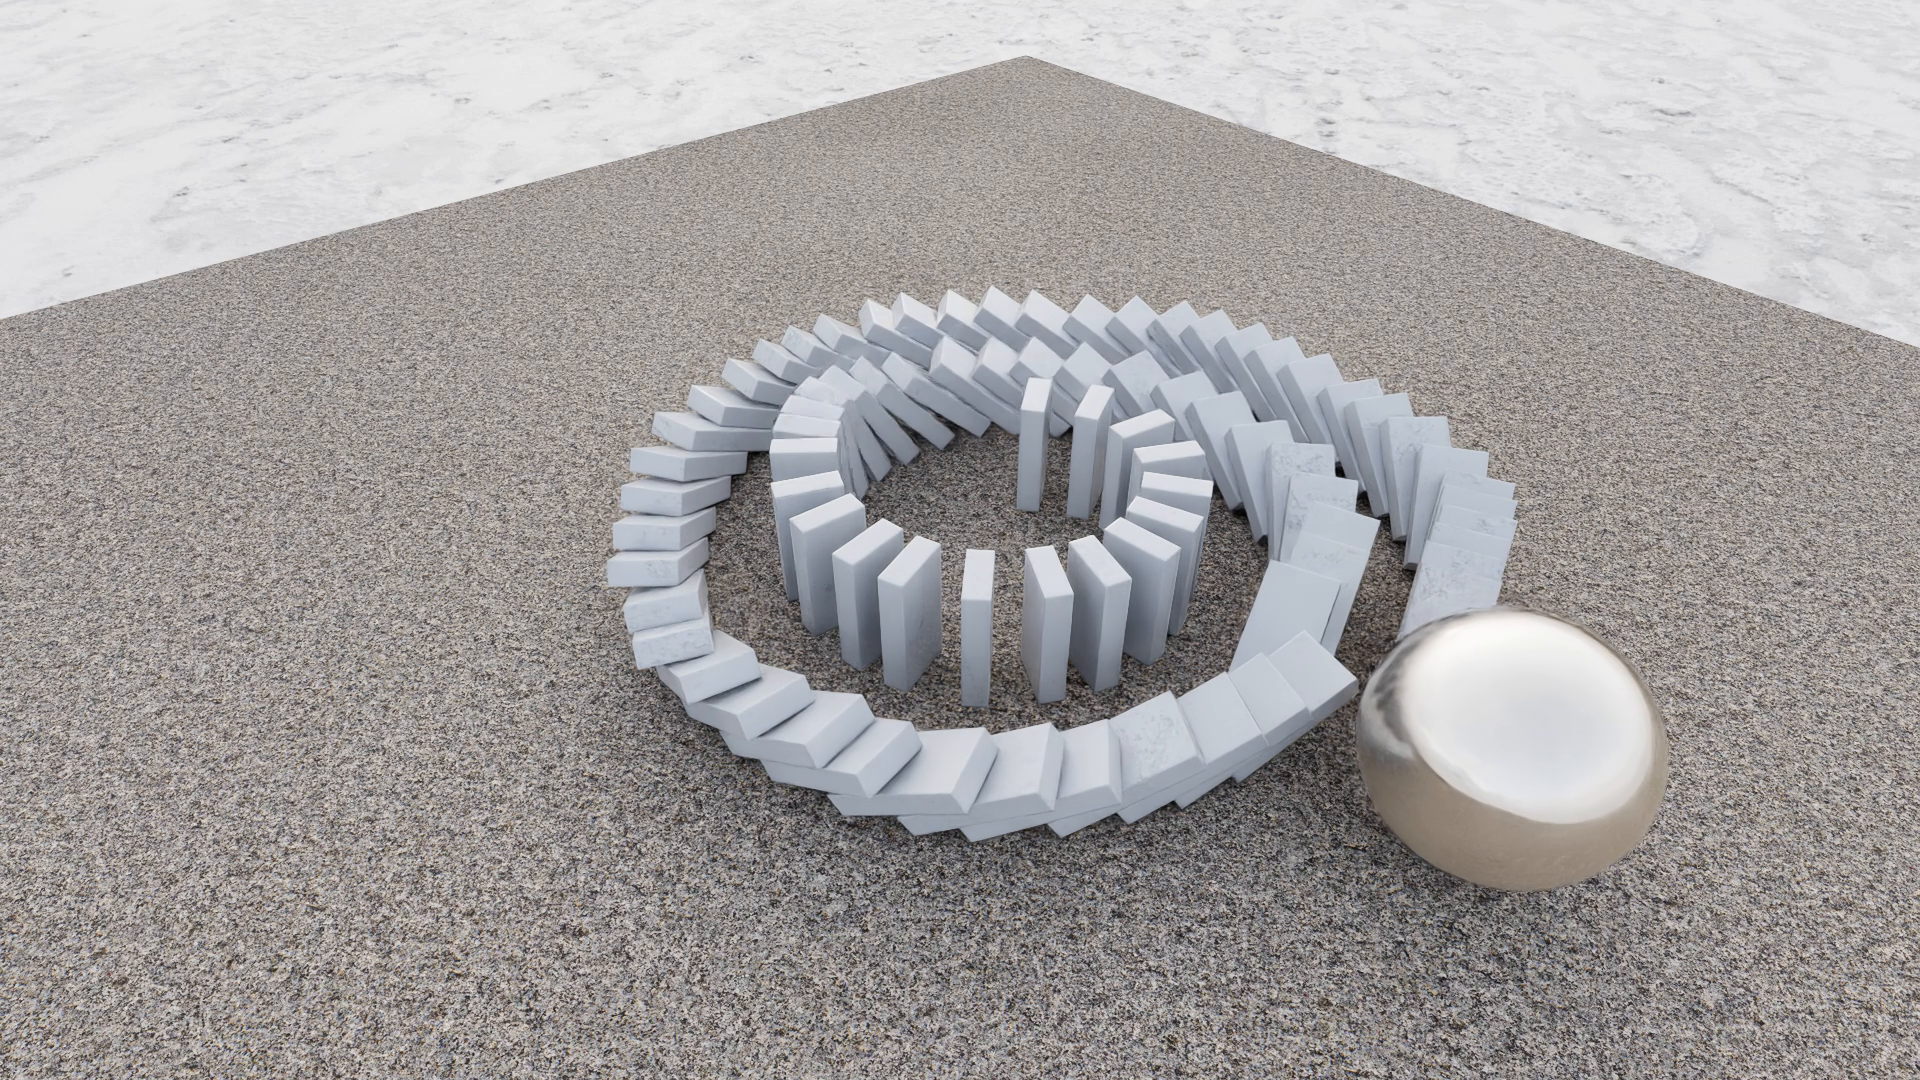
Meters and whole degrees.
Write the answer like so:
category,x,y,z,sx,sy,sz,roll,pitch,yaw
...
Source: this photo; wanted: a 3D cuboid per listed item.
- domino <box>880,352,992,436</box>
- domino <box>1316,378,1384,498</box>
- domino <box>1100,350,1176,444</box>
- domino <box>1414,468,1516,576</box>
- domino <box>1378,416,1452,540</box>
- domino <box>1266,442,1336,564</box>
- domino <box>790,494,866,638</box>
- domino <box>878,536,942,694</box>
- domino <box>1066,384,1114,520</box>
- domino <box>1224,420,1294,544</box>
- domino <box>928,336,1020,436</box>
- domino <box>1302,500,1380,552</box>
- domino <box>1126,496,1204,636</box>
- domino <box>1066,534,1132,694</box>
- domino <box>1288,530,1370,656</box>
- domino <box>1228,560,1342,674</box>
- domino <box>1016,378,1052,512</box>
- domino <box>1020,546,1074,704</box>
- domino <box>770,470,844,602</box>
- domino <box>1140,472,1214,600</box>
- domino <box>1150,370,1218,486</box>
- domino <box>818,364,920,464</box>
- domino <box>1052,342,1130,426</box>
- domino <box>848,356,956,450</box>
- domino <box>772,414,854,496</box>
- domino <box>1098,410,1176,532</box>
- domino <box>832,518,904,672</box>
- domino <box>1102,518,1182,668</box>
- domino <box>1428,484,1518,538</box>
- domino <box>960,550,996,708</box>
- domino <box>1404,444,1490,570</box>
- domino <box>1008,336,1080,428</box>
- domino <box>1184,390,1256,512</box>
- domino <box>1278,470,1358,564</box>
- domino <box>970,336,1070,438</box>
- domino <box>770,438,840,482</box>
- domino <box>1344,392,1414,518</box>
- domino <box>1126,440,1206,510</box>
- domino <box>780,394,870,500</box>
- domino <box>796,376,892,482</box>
category,x,y,z,sx,sy,sz,roll,pitch,yaw
domino,-0.010,-0.066,0.498,0.050,0.010,0.025,26,17,-41
domino,0.176,-0.044,0.478,0.025,0.010,0.050,-10,72,-12
domino,0.089,-0.060,0.498,0.025,0.009,0.050,-30,79,-31
domino,0.192,0.000,0.421,0.025,0.009,0.050,16,79,18
domino,0.189,-0.025,0.452,0.025,0.010,0.050,-1,77,-3
domino,0.136,-0.014,0.439,0.025,0.010,0.050,3,73,1
domino,-0.046,0.010,0.400,0.025,0.050,0.009,-25,46,-27
domino,-0.017,0.026,0.380,0.009,0.050,0.025,19,43,22
domino,0.054,-0.036,0.455,0.010,0.050,0.025,14,41,16
domino,0.129,-0.025,0.456,0.025,0.010,0.050,-7,67,-9
domino,0.010,-0.071,0.508,0.050,0.010,0.025,32,35,-19
domino,0.135,0.013,0.408,0.025,0.010,0.050,19,75,19
domino,0.071,0.010,0.399,0.025,0.050,0.009,19,43,22
domino,0.046,0.026,0.380,0.009,0.050,0.025,-16,42,-19
domino,0.126,0.024,0.394,0.025,0.009,0.050,19,74,21
domino,0.112,0.034,0.383,0.025,0.010,0.050,19,73,21
domino,0.031,-0.039,0.460,0.010,0.050,0.025,7,40,8
domino,0.029,0.030,0.375,0.010,0.050,0.025,-8,40,-9
domino,-0.055,-0.001,0.413,0.025,0.050,0.010,-12,41,-14
domino,0.078,-0.001,0.413,0.025,0.050,0.009,9,40,11
domino,0.107,-0.049,0.485,0.025,0.009,0.050,-19,71,-21
domino,-0.039,-0.054,0.480,0.009,0.050,0.025,-48,53,-4
domino,0.068,-0.066,0.504,0.050,0.010,0.025,43,47,-2
domino,-0.026,-0.061,0.490,0.010,0.050,0.025,-49,47,7
domino,-0.058,-0.029,0.446,0.025,0.050,0.010,8,52,10
domino,0.071,-0.026,0.443,0.025,0.050,0.009,-20,44,-23
domino,-0.031,0.020,0.387,0.009,0.050,0.025,28,47,30
domino,0.062,0.019,0.388,0.025,0.050,0.009,30,48,31
domino,0.185,0.007,0.407,0.025,0.050,0.009,16,2,18
domino,0.006,0.031,0.374,0.010,0.050,0.025,3,39,3
domino,0.193,-0.012,0.436,0.025,0.010,0.050,10,76,12
domino,0.047,-0.070,0.507,0.050,0.010,0.025,38,40,-8
domino,0.118,-0.038,0.472,0.025,0.009,0.050,-14,70,-18
domino,0.137,0.000,0.423,0.025,0.010,0.050,10,73,10
domino,0.030,-0.071,0.509,0.050,0.009,0.025,34,39,-13
domino,-0.059,-0.016,0.431,0.025,0.050,0.009,-1,39,-1
domino,0.182,-0.036,0.464,0.025,0.009,0.050,-9,78,-12
domino,0.079,-0.014,0.428,0.025,0.050,0.010,-8,40,-10
domino,-0.056,-0.037,0.457,0.025,0.050,0.010,16,59,19
domino,-0.049,-0.047,0.469,0.025,0.050,0.009,31,74,32
